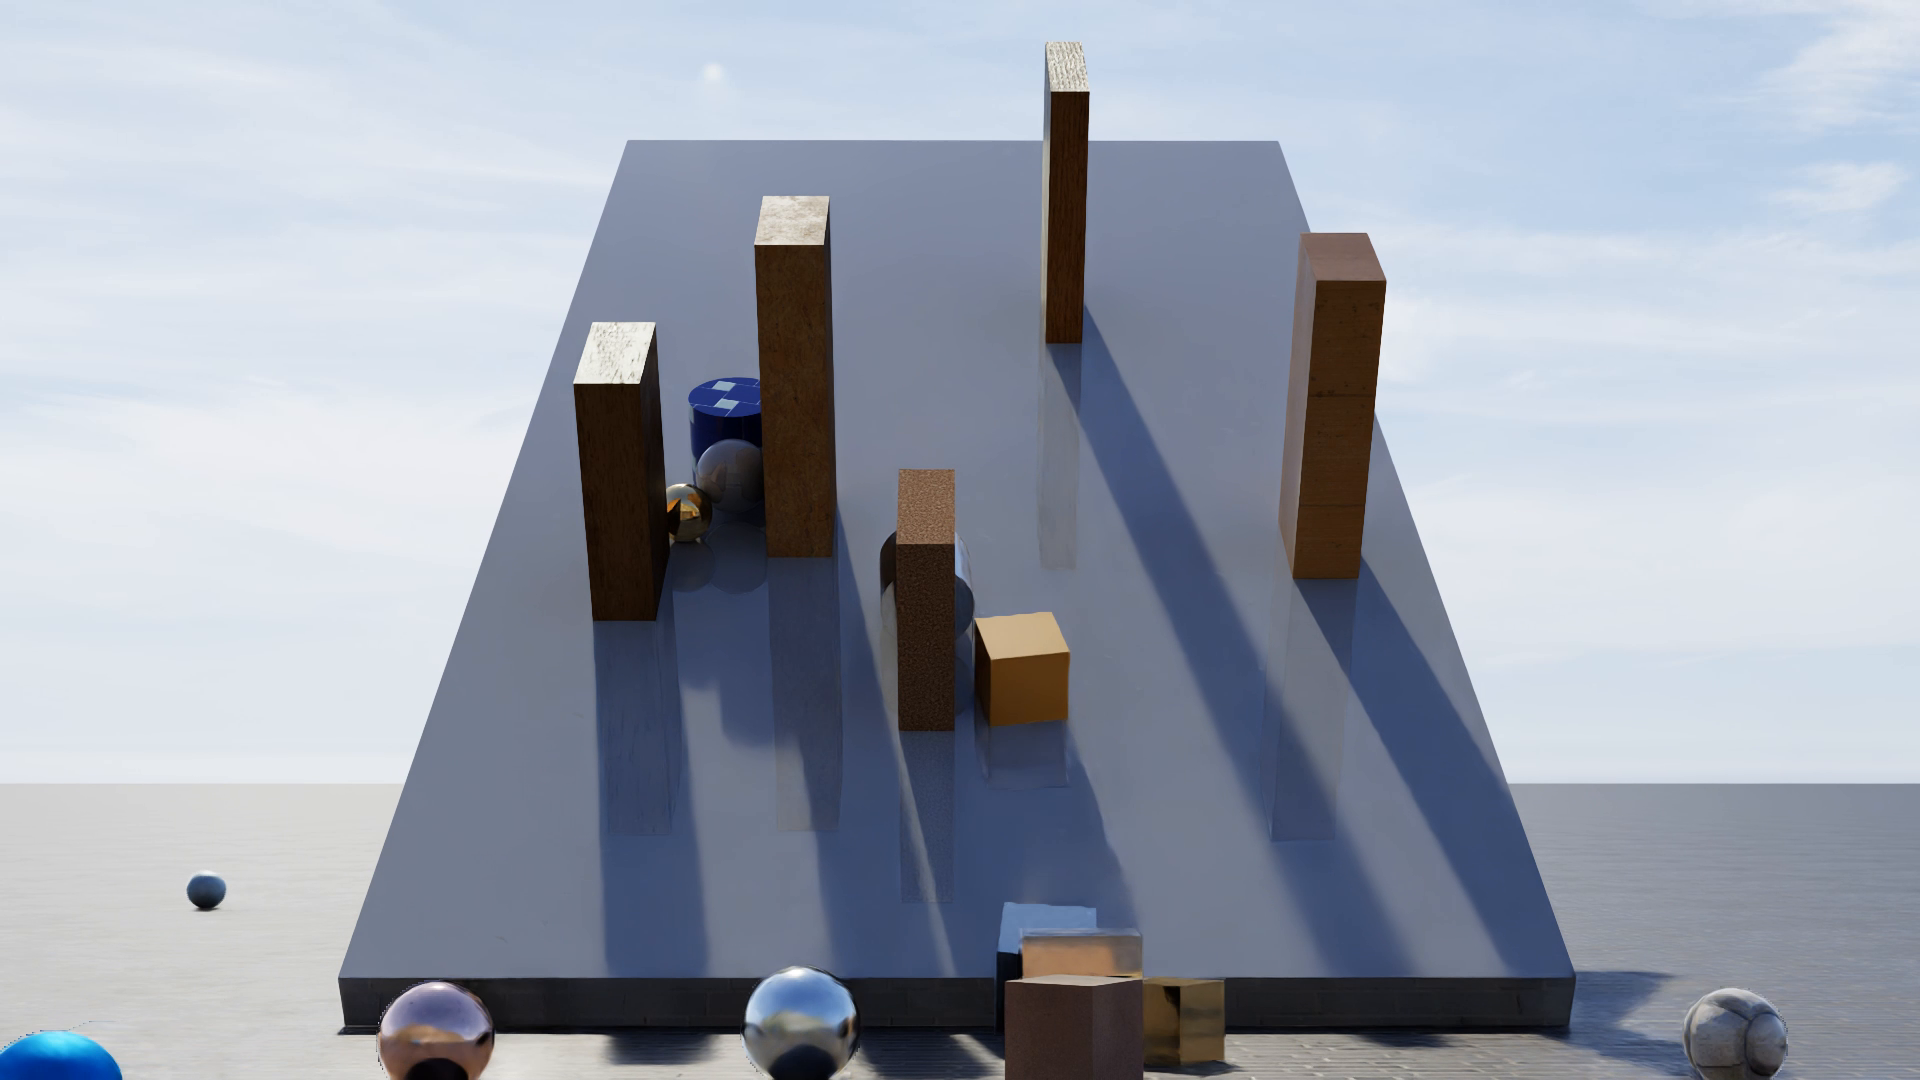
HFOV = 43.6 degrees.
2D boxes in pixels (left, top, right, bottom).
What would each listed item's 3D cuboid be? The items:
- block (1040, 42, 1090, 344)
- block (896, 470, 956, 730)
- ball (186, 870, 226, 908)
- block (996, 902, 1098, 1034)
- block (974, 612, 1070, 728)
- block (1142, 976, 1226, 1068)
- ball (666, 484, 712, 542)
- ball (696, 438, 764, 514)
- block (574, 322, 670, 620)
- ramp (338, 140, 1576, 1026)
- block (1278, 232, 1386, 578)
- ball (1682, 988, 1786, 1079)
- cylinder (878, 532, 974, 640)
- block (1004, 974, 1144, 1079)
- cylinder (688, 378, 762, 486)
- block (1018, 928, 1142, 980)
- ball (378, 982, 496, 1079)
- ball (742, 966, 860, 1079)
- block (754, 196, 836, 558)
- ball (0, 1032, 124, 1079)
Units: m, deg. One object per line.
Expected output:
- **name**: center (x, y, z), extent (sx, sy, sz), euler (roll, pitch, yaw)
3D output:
- **block**: center (0.262, -0.879, 6.063), extent (0.093, 0.658, 0.394), euler (0, 29, 0)
- **block**: center (-0.063, 0.112, 4.534), extent (0.106, 0.401, 0.294), euler (0, 29, 0)
- **ball**: center (-2.323, 1.079, 7.400), extent (0.117, 0.117, 0.117), euler (0, -6, 0)
- **block**: center (0.136, 0.674, 3.763), extent (0.147, 0.147, 0.147), euler (3, 22, 4)
- **block**: center (0.116, 0.244, 4.554), extent (0.150, 0.150, 0.150), euler (-5, 29, -10)
- **block**: center (0.301, 0.689, 3.437), extent (0.113, 0.113, 0.113), euler (-4, -7, 40)
- **ball**: center (-0.591, -0.059, 5.124), extent (0.126, 0.126, 0.126), euler (0, -6, 0)
- **ball**: center (-0.490, -0.139, 5.188), extent (0.163, 0.163, 0.163), euler (0, -6, 0)
- **block**: center (-0.679, -0.138, 4.849), extent (0.127, 0.530, 0.288), euler (0, 29, 0)
- **ramp**: center (-0.012, -0.217, 5.648), extent (2.000, 0.100, 4.000), euler (0, 29, 0)
- **block**: center (0.764, -0.274, 4.959), extent (0.137, 0.671, 0.254), euler (0, 29, 0)
- **ball**: center (1.009, 0.650, 3.127), extent (0.130, 0.130, 0.130), euler (0, -6, 0)
- **cylinder**: center (-0.068, 0.089, 4.798), extent (0.186, 0.186, 0.186), euler (0, 29, -3)
- **block**: center (0.153, 0.655, 3.202), extent (0.134, 0.134, 0.134), euler (-4, -7, 33)
- **cylinder**: center (-0.498, -0.227, 5.348), extent (0.204, 0.204, 0.204), euler (0, 29, 0)
- **block**: center (0.177, 0.671, 3.571), extent (0.174, 0.174, 0.174), euler (0, -5, -1)
- **ball**: center (-0.666, 0.635, 3.055), extent (0.145, 0.145, 0.145), euler (0, -6, 0)
- **ball**: center (-0.209, 0.641, 3.166), extent (0.156, 0.156, 0.156), euler (0, -6, 0)
- **block**: center (-0.340, -0.338, 5.028), extent (0.137, 0.708, 0.267), euler (0, 29, 0)
- **ball**: center (-0.933, 0.578, 2.467), extent (0.144, 0.144, 0.144), euler (0, -6, 0)
